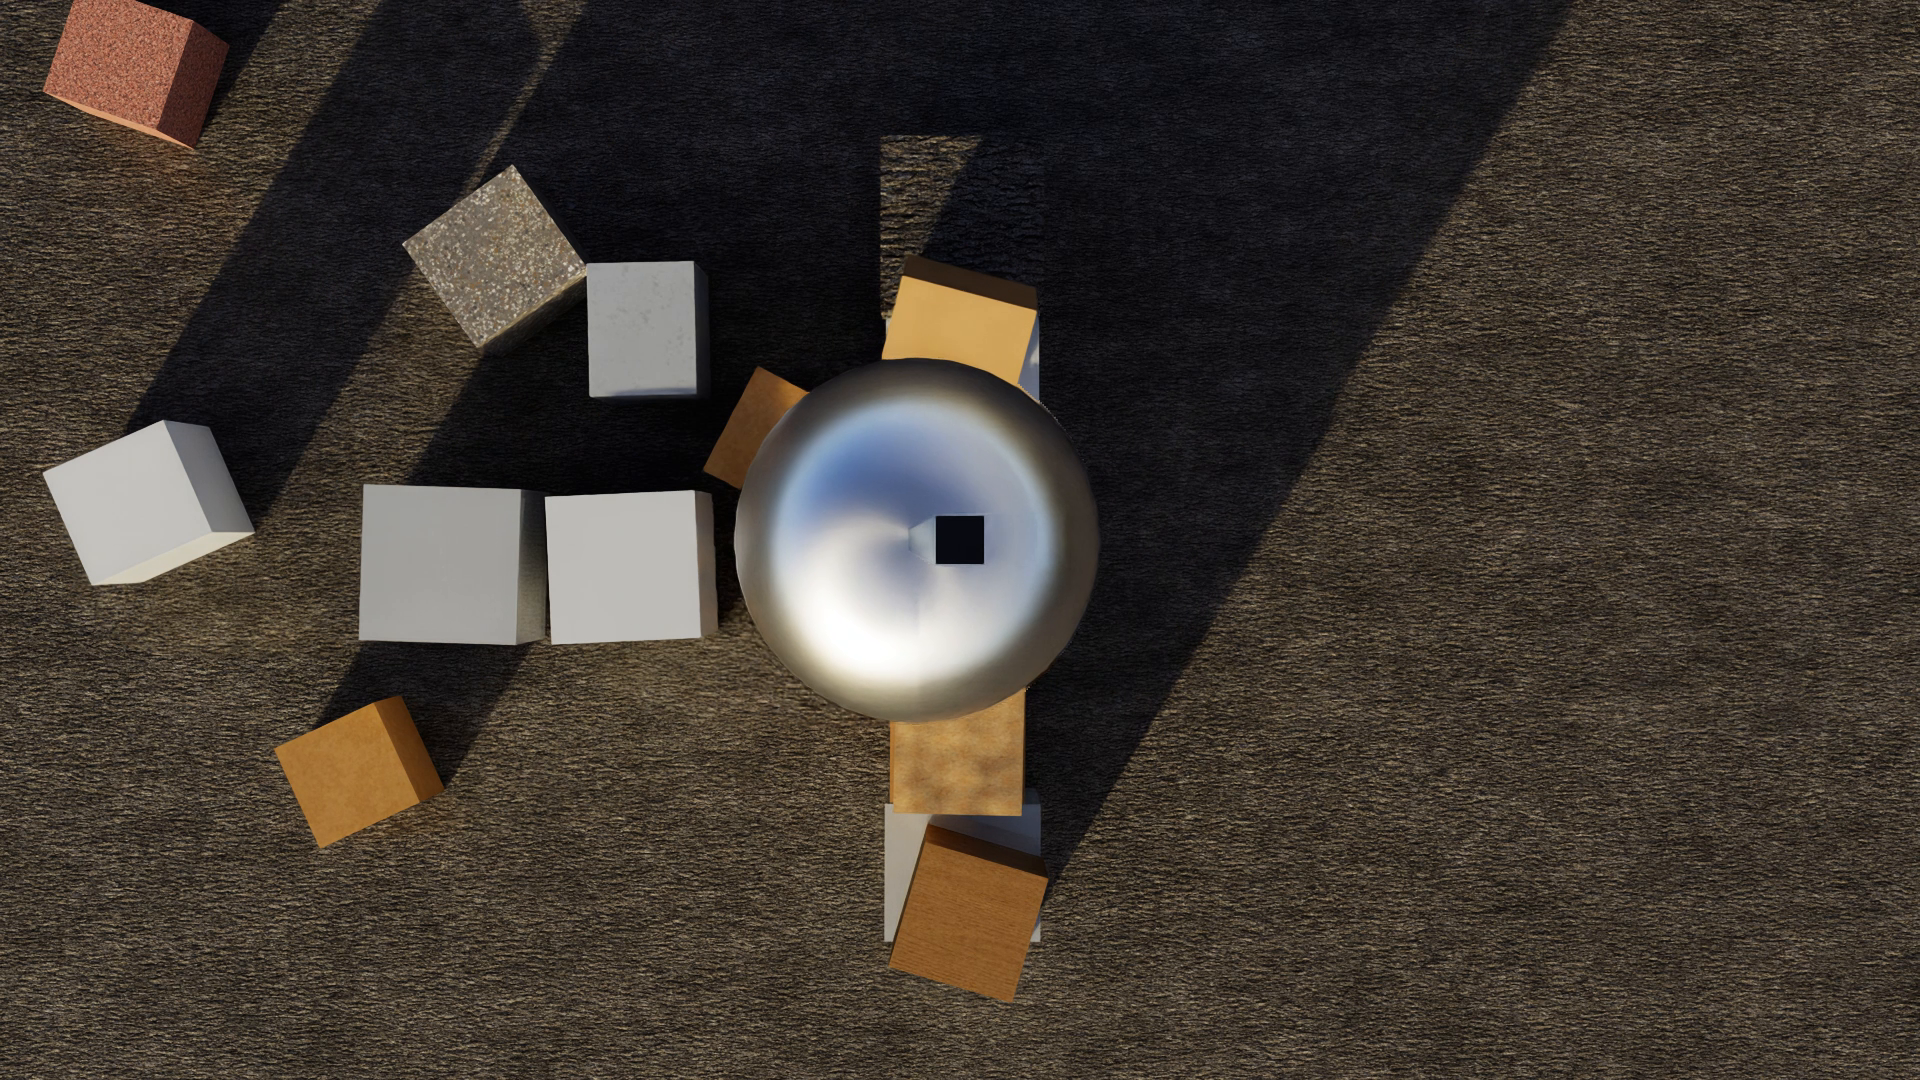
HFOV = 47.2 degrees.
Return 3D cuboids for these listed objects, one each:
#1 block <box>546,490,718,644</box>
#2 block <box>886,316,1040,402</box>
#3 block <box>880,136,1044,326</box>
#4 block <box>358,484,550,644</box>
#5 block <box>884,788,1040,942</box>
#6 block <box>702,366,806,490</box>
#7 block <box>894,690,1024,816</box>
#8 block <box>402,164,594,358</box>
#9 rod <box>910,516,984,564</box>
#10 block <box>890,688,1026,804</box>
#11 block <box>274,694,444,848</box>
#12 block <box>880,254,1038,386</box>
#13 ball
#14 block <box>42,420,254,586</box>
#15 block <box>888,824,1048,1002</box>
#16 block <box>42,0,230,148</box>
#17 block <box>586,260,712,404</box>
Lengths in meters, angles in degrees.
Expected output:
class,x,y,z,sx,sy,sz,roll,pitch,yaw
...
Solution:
class,x,y,z,sx,sy,sz,roll,pitch,yaw
block,-1.858,0.150,12.562,0.824,0.876,0.814,-3,90,0
block,0.015,-0.762,12.603,0.850,0.794,0.954,0,90,0
block,0.012,-1.737,12.545,0.899,0.911,0.973,0,90,0
block,-2.875,0.136,12.577,0.869,0.846,0.861,2,90,0
block,0.014,1.849,12.610,0.865,0.781,0.765,0,90,0
block,-0.985,-0.524,12.662,0.689,0.676,0.661,28,90,0
block,-0.006,1.097,11.828,0.670,0.707,0.672,1,90,0
block,-2.603,-1.590,12.646,0.763,0.707,0.710,-36,90,0
rod,-0.081,0.000,6.209,0.080,5.200,0.080,0,90,-2
block,-0.011,1.046,12.591,0.750,0.819,0.825,0,90,0
block,-3.455,1.327,12.695,0.619,0.610,0.620,-25,90,0
block,-0.024,-1.070,11.733,0.717,0.770,0.640,14,105,-3
ball,-0.186,0.000,9.607,1.600,1.600,1.600,0,90,0
block,-4.637,-0.209,12.623,0.734,0.754,0.683,-24,90,0
block,0.045,1.995,11.844,0.671,0.750,0.677,16,90,0
block,-4.740,-2.726,12.691,0.676,0.618,0.651,19,90,0
block,-1.779,-1.181,12.642,0.599,0.716,0.743,-1,90,0
